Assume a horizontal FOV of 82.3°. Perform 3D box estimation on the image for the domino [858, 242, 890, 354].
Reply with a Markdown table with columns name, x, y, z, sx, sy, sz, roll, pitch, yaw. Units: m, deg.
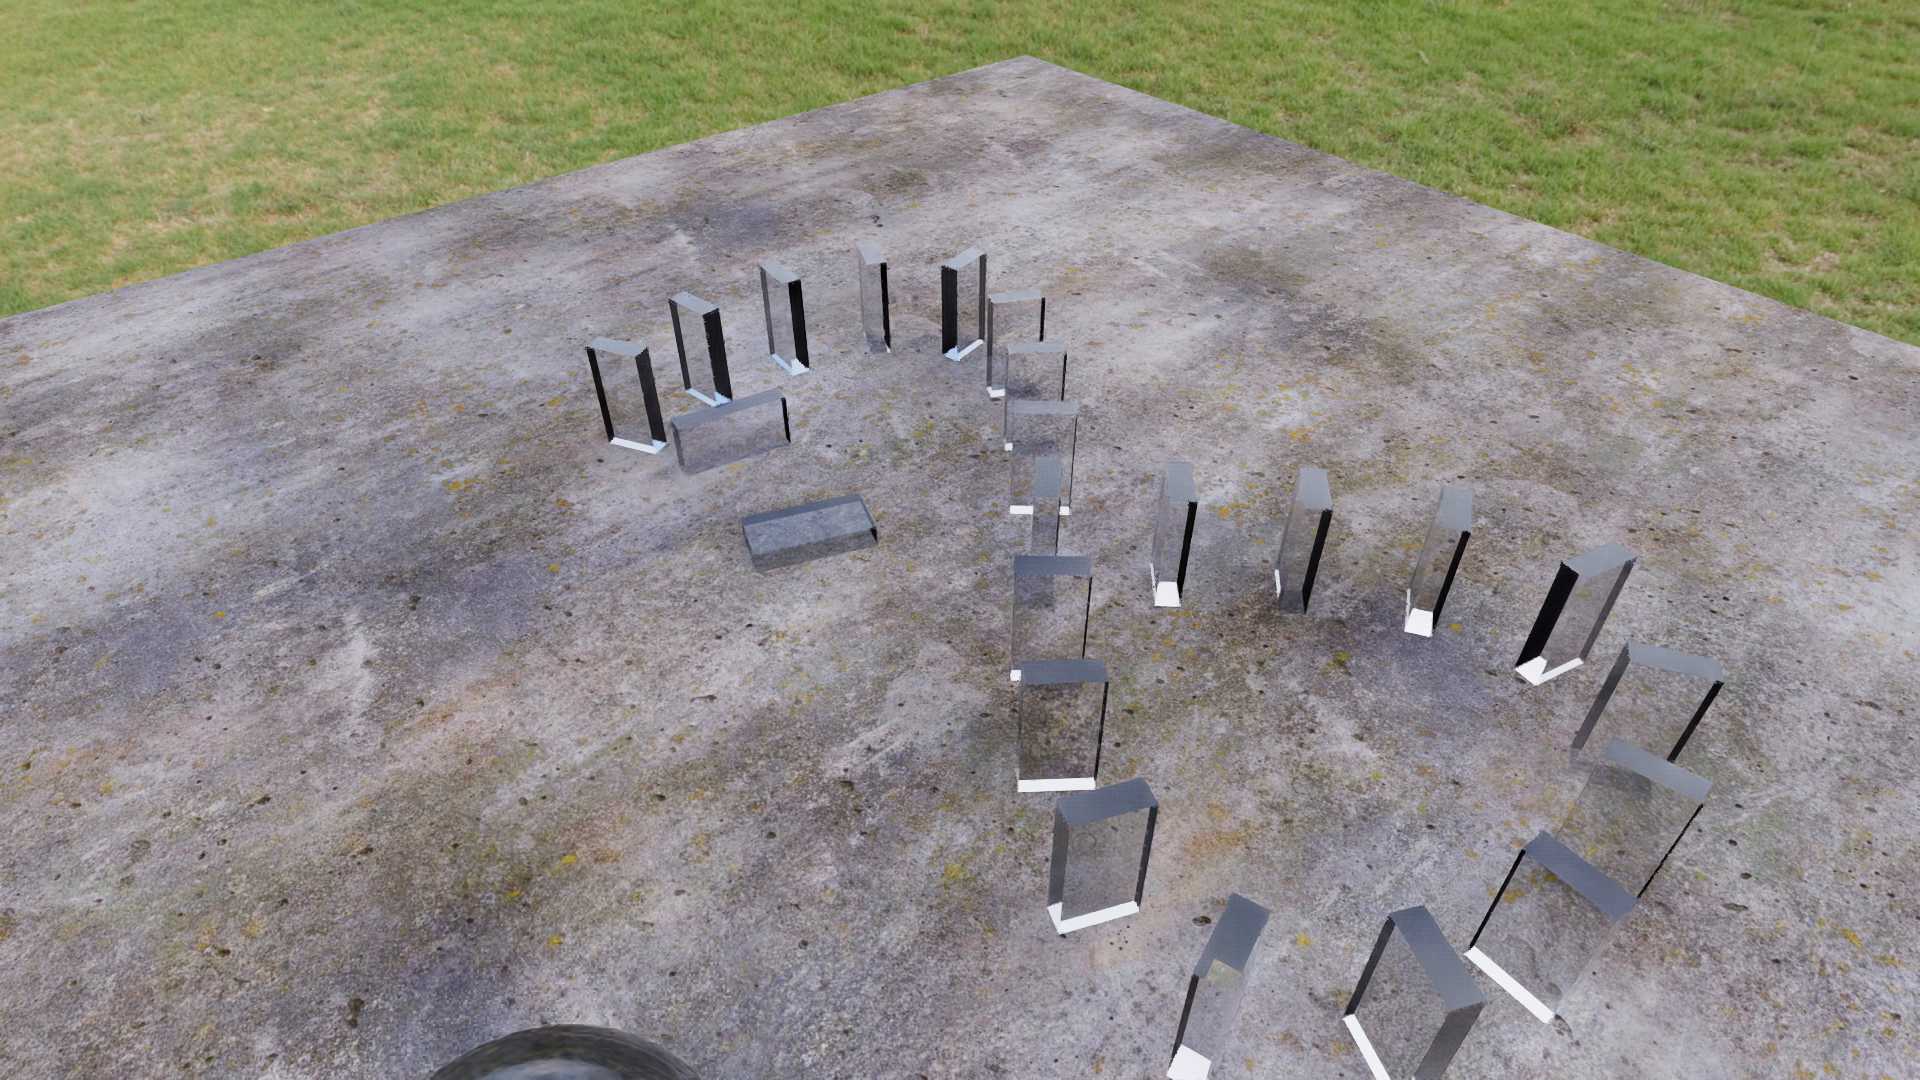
| name | x | y | z | sx | sy | sz | roll | pitch | yaw |
| --- | --- | --- | --- | --- | --- | --- | --- | --- | --- |
| domino | -0.044 | -0.123 | 0.562 | 0.010 | 0.050 | 0.025 | -10 | 40 | -12 |

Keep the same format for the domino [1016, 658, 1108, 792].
| name | x | y | z | sx | sy | sz | roll | pitch | yaw |
| --- | --- | --- | --- | --- | --- | --- | --- | --- | --- |
| domino | 0.031 | 0.058 | 0.341 | 0.025 | 0.050 | 0.010 | -2 | 39 | -2 |

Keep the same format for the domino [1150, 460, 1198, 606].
| name | x | y | z | sx | sy | sz | roll | pitch | yaw |
| --- | --- | --- | --- | --- | --- | --- | --- | --- | --- |
| domino | 0.080 | -0.002 | 0.414 | 0.010 | 0.050 | 0.025 | 2 | 39 | 3 |

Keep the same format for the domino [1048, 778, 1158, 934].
| name | x | y | z | sx | sy | sz | roll | pitch | yaw |
| --- | --- | --- | --- | --- | --- | --- | --- | --- | --- |
| domino | 0.039 | 0.088 | 0.304 | 0.025 | 0.050 | 0.009 | -11 | 41 | -13 |

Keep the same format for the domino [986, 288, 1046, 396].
| name | x | y | z | sx | sy | sz | roll | pitch | yaw |
| --- | --- | --- | --- | --- | --- | --- | --- | --- | --- |
| domino | 0.026 | -0.094 | 0.526 | 0.025 | 0.050 | 0.010 | -9 | 40 | -11 |

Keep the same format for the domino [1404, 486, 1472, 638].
| name | x | y | z | sx | sy | sz | roll | pitch | yaw |
| --- | --- | --- | --- | --- | --- | --- | --- | --- | --- |
| domino | 0.174 | 0.008 | 0.401 | 0.009 | 0.050 | 0.025 | 13 | 41 | 15 |

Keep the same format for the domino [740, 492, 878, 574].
| name | x | y | z | sx | sy | sz | roll | pitch | yaw |
| --- | --- | --- | --- | --- | --- | --- | --- | --- | --- |
| domino | -0.061 | -0.003 | 0.448 | 0.050 | 0.010 | 0.025 | -13 | 41 | -15 |

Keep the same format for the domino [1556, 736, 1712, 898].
| name | x | y | z | sx | sy | sz | roll | pitch | yaw |
| --- | --- | --- | --- | --- | --- | --- | --- | --- | --- |
| domino | 0.188 | 0.081 | 0.312 | 0.025 | 0.050 | 0.009 | 28 | 47 | 30 |

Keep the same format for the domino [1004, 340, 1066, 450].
| name | x | y | z | sx | sy | sz | roll | pitch | yaw |
| --- | --- | --- | --- | --- | --- | --- | --- | --- | --- |
| domino | 0.033 | -0.064 | 0.489 | 0.025 | 0.050 | 0.009 | -3 | 39 | -3 |

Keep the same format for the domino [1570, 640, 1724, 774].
| name | x | y | z | sx | sy | sz | roll | pitch | yaw |
| --- | --- | --- | --- | --- | --- | --- | --- | --- | --- |
| domino | 0.213 | 0.055 | 0.344 | 0.025 | 0.050 | 0.009 | 13 | 41 | 16 |

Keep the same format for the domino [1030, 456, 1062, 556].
| name | x | y | z | sx | sy | sz | roll | pitch | yaw |
| --- | --- | --- | --- | --- | --- | --- | --- | --- | --- |
| domino | 0.032 | -0.004 | 0.416 | 0.009 | 0.050 | 0.025 | 3 | 39 | 3 |

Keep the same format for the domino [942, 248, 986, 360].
| name | x | y | z | sx | sy | sz | roll | pitch | yaw |
| --- | --- | --- | --- | --- | --- | --- | --- | --- | --- |
| domino | 0.002 | -0.119 | 0.557 | 0.009 | 0.050 | 0.025 | 24 | 45 | 26 |

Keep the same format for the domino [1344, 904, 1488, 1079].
| name | x | y | z | sx | sy | sz | roll | pitch | yaw |
| --- | --- | --- | --- | --- | --- | --- | --- | --- | --- |
| domino | 0.110 | 0.116 | 0.270 | 0.009 | 0.050 | 0.025 | -9 | 40 | -11 |

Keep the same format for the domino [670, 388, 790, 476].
| name | x | y | z | sx | sy | sz | roll | pitch | yaw |
| --- | --- | --- | --- | --- | --- | --- | --- | --- | --- |
| domino | -0.101 | -0.048 | 0.490 | 0.050 | 0.025 | 0.009 | -21 | 44 | -24 |

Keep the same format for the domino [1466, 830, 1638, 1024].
| name | x | y | z | sx | sy | sz | roll | pitch | yaw |
| --- | --- | --- | --- | --- | --- | --- | --- | --- | --- |
| domino | 0.153 | 0.102 | 0.287 | 0.010 | 0.050 | 0.025 | -25 | 45 | -27 |

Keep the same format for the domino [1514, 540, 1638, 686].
| name | x | y | z | sx | sy | sz | roll | pitch | yaw |
| --- | --- | --- | --- | --- | --- | --- | --- | --- | --- |
| domino | 0.212 | 0.026 | 0.380 | 0.025 | 0.050 | 0.009 | -18 | 43 | -21 |

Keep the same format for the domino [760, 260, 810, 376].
| name | x | y | z | sx | sy | sz | roll | pitch | yaw |
| --- | --- | --- | --- | --- | --- | --- | --- | --- | --- |
| domino | -0.087 | -0.110 | 0.546 | 0.009 | 0.050 | 0.025 | -24 | 45 | -26 |

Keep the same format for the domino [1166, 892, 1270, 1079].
| name | x | y | z | sx | sy | sz | roll | pitch | yaw |
| --- | --- | --- | --- | --- | --- | --- | --- | --- | --- |
| domino | 0.064 | 0.113 | 0.273 | 0.009 | 0.050 | 0.025 | 22 | 44 | 24 |

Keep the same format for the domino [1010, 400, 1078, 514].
| name | x | y | z | sx | sy | sz | roll | pitch | yaw |
| --- | --- | --- | --- | --- | --- | --- | --- | --- | --- |
| domino | 0.034 | -0.033 | 0.452 | 0.025 | 0.050 | 0.010 | 1 | 39 | 2 |

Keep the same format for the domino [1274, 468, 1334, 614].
| name | x | y | z | sx | sy | sz | roll | pitch | yaw |
| --- | --- | --- | --- | --- | --- | --- | --- | --- | --- |
| domino | 0.128 | 0.001 | 0.411 | 0.009 | 0.050 | 0.025 | 5 | 40 | 7 |

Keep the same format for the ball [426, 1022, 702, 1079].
| name | x | y | z | sx | sy | sz | roll | pitch | yaw |
| --- | --- | --- | --- | --- | --- | --- | --- | --- | --- |
| ball | -0.082 | 0.139 | 0.218 | 0.080 | 0.080 | 0.080 | 0 | 39 | 0 |

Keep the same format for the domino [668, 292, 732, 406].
| name | x | y | z | sx | sy | sz | roll | pitch | yaw |
| --- | --- | --- | --- | --- | --- | --- | --- | --- | --- |
| domino | -0.122 | -0.090 | 0.521 | 0.025 | 0.050 | 0.009 | 29 | 48 | 31 |

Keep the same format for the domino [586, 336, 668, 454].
| name | x | y | z | sx | sy | sz | roll | pitch | yaw |
| --- | --- | --- | --- | --- | --- | --- | --- | --- | --- |
| domino | -0.148 | -0.064 | 0.490 | 0.025 | 0.050 | 0.010 | 14 | 41 | 16 |

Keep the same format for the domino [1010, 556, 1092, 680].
| name | x | y | z | sx | sy | sz | roll | pitch | yaw |
| --- | --- | --- | --- | --- | --- | --- | --- | --- | --- |
| domino | 0.031 | 0.028 | 0.378 | 0.025 | 0.050 | 0.010 | 1 | 39 | 1 |
